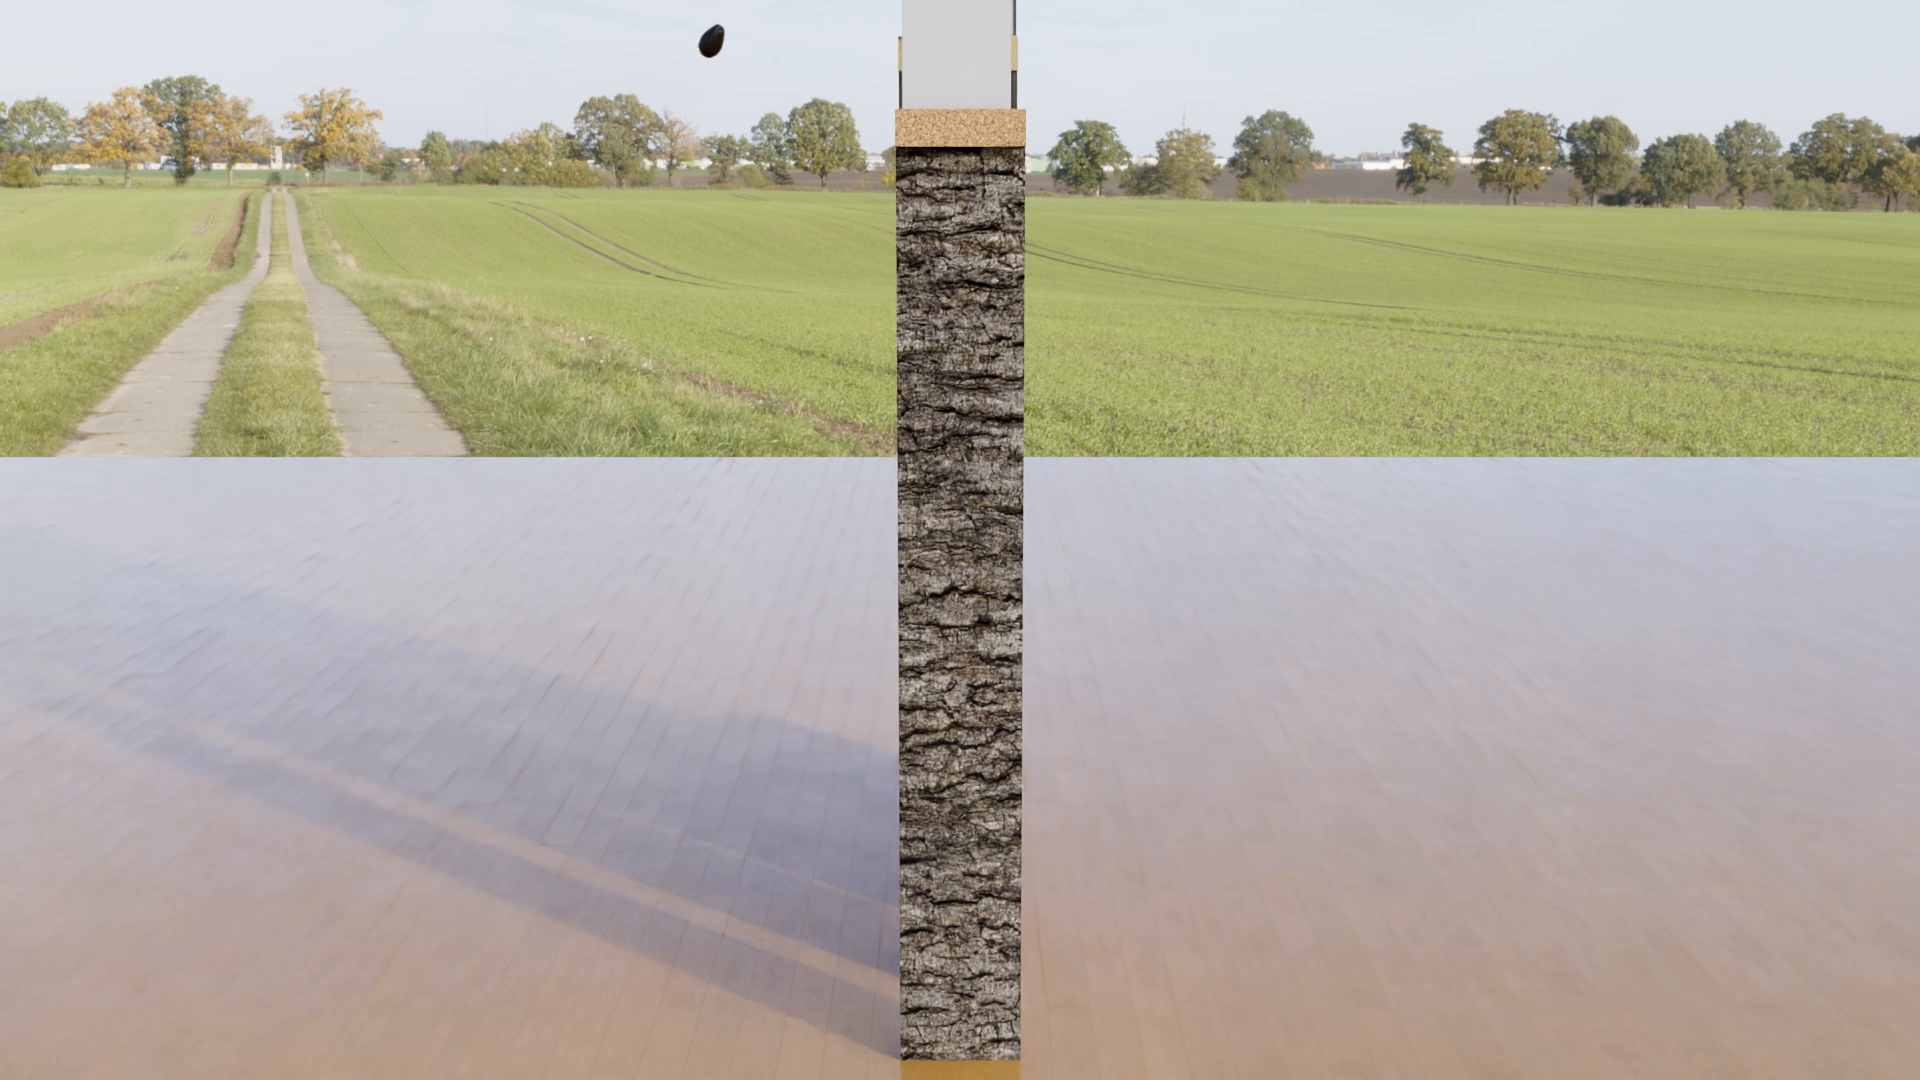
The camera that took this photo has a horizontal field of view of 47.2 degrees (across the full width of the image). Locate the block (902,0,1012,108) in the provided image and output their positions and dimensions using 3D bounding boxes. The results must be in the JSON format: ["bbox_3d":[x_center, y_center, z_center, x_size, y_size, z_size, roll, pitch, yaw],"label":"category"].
[{"bbox_3d":[-0.004,-0.756,2.857,0.142,0.386,0.040,0,11,0],"label":"block"}]

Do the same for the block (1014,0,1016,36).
[{"bbox_3d":[0.001,-0.871,3.588,0.180,0.359,0.051,0,11,0],"label":"block"}]

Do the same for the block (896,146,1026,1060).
[{"bbox_3d":[0.001,0.103,2.921,0.164,1.232,0.047,0,11,0],"label":"block"}]

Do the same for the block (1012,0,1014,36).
[{"bbox_3d":[0.004,-0.893,3.264,0.151,0.301,0.043,0,11,1],"label":"block"}]

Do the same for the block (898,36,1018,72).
[{"bbox_3d":[-0.002,-0.708,3.224,0.167,0.047,0.334,0,11,0],"label":"block"}]

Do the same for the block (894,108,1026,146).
[{"bbox_3d":[0.001,-0.546,2.912,0.164,0.047,0.328,0,11,0],"label":"block"}]

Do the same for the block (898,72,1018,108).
[{"bbox_3d":[-0.002,-0.453,3.158,0.167,0.430,0.047,0,10,0],"label":"block"}]
